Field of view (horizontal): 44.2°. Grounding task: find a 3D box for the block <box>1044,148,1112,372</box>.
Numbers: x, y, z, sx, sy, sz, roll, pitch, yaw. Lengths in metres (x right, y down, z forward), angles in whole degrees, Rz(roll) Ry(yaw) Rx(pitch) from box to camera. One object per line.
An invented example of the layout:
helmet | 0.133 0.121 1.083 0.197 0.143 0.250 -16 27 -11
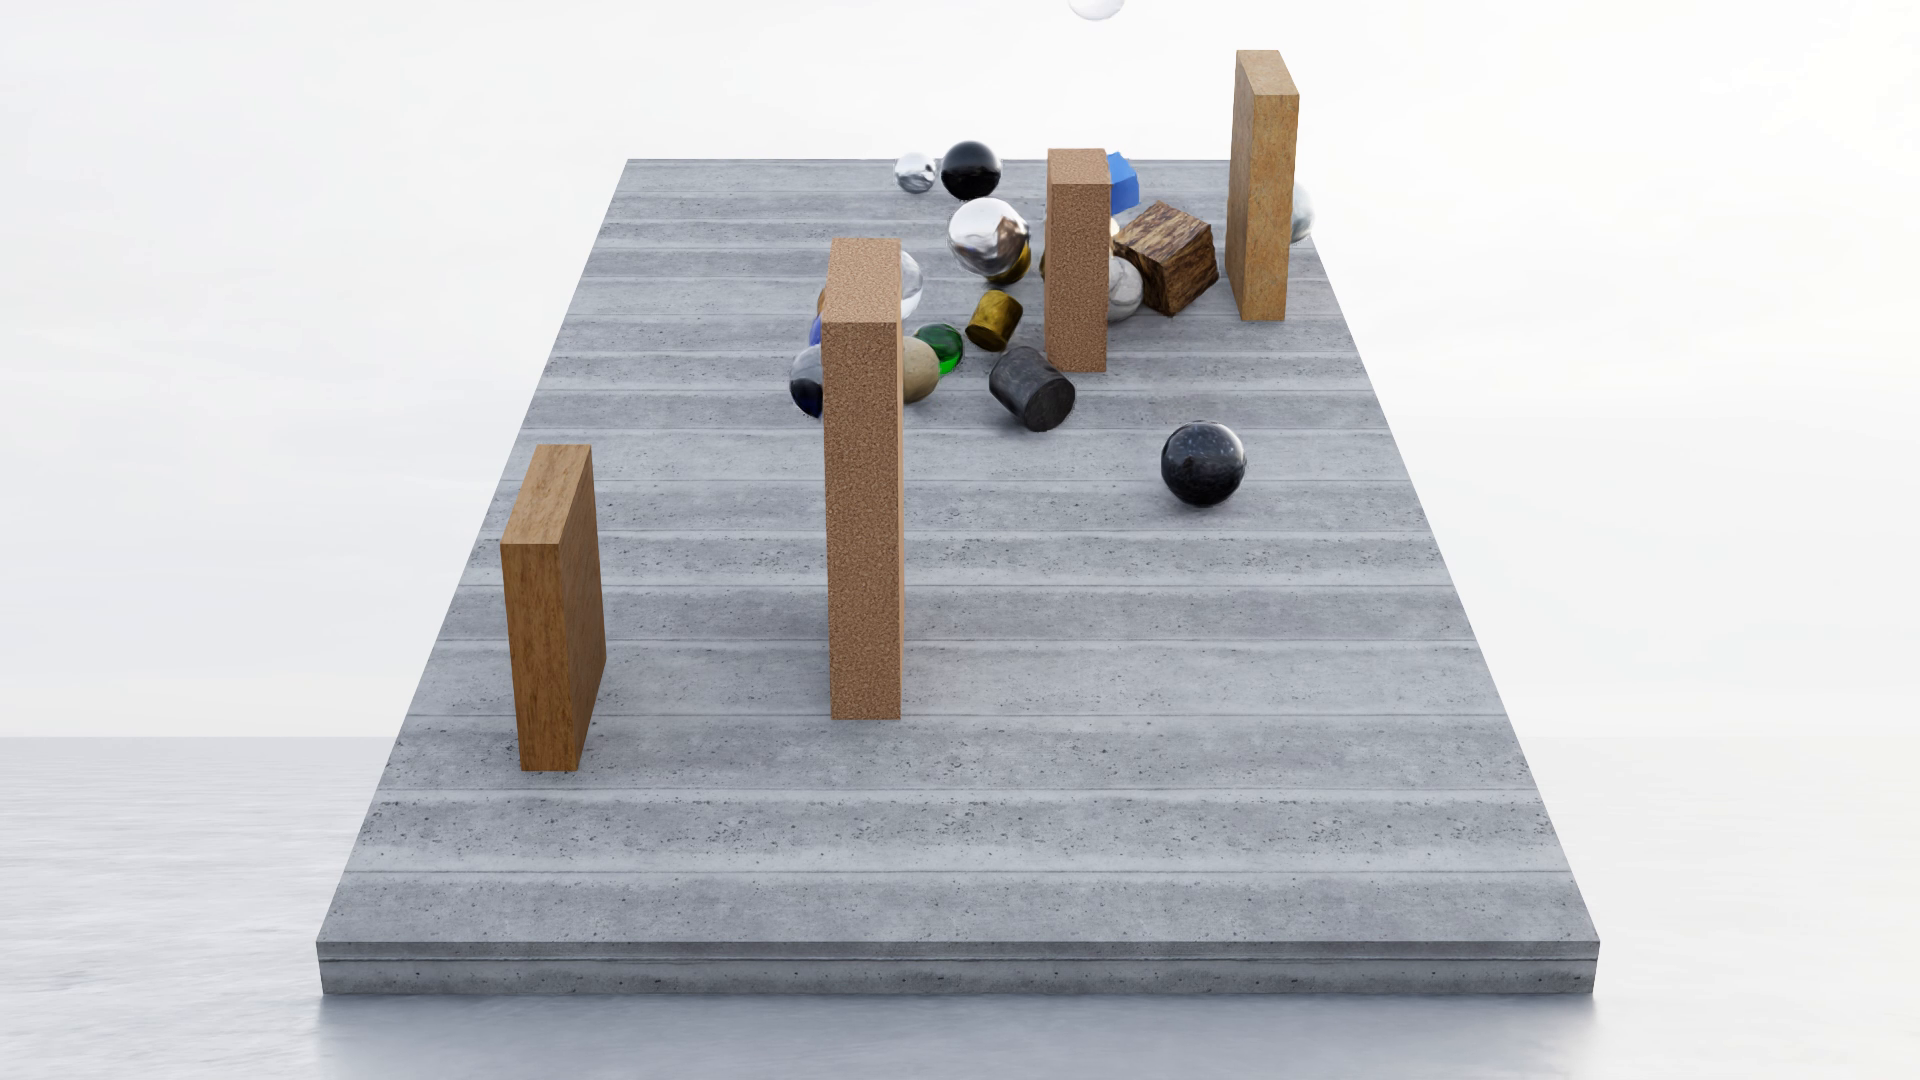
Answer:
block | 0.284 -0.682 5.757 0.141 0.476 0.280 0 27 0

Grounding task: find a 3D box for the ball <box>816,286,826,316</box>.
ball | -0.253 -0.561 5.819 0.200 0.200 0.200 0 -5 0

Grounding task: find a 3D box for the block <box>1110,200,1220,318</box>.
block | 0.527 -0.722 6.087 0.182 0.182 0.182 -39 49 -22

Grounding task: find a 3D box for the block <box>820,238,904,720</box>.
block | -0.170 -0.113 4.295 0.126 0.768 0.423 0 27 0

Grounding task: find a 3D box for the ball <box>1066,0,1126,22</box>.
ball | 0.384 -1.547 6.649 0.178 0.178 0.178 0 -5 0

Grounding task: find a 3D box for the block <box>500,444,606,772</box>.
block | -0.716 0.115 4.199 0.097 0.443 0.400 0 27 0

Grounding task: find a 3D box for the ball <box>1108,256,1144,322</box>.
ball | 0.386 -0.639 6.020 0.164 0.164 0.164 0 -5 0

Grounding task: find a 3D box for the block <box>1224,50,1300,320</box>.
block | 0.775 -0.919 6.105 0.111 0.590 0.422 0 27 0

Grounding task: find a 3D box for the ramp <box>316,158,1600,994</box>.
ramp | -0.010 -0.227 5.491 2.000 0.100 4.000 0 27 0

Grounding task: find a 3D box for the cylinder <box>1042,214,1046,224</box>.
cylinder | 0.312 -0.905 6.467 0.137 0.137 0.137 21 10 -4

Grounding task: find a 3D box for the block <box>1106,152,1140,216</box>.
block | 0.421 -0.987 6.580 0.112 0.112 0.112 -25 -38 -10

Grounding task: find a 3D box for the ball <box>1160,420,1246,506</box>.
ball | 0.519 -0.164 5.052 0.184 0.184 0.184 0 -5 0

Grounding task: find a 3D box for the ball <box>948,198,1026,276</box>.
ball | 0.066 -0.754 5.886 0.195 0.195 0.195 0 -5 0

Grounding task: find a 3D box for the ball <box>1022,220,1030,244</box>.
ball | 0.125 -0.823 6.421 0.131 0.131 0.131 0 -5 0

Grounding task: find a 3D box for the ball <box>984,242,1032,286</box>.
ball | 0.117 -0.746 6.252 0.146 0.146 0.146 0 -5 0

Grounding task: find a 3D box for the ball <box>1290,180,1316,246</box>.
ball | 0.878 -0.895 6.452 0.187 0.187 0.187 0 -5 0

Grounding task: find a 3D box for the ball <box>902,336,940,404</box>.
ball | -0.124 -0.399 5.545 0.157 0.157 0.157 0 -5 0

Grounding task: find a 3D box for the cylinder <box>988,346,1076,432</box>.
cylinder | 0.165 -0.345 5.423 0.144 0.144 0.144 4 31 -44

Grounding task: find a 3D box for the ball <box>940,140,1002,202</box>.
ball | 0.031 -1.072 6.867 0.178 0.178 0.178 0 -5 0

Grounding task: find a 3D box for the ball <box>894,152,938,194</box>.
ball | -0.129 -1.077 6.934 0.124 0.124 0.124 0 -5 0

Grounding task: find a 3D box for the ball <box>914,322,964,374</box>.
ball | -0.056 -0.462 5.703 0.130 0.130 0.130 0 -5 0

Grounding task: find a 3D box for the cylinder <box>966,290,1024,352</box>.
cylinder | 0.085 -0.539 5.827 0.109 0.109 0.109 22 -24 10

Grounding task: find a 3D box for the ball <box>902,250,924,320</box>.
ball | -0.192 -0.645 5.990 0.198 0.198 0.198 0 -5 0

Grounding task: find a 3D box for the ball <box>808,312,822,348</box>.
ball | -0.262 -0.470 5.640 0.199 0.199 0.199 0 -5 0

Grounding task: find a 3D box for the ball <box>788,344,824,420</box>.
ball | -0.308 -0.366 5.457 0.177 0.177 0.177 0 -5 0

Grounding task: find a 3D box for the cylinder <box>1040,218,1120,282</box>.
cylinder | 0.316 -0.747 6.179 0.189 0.189 0.189 -1 32 13
